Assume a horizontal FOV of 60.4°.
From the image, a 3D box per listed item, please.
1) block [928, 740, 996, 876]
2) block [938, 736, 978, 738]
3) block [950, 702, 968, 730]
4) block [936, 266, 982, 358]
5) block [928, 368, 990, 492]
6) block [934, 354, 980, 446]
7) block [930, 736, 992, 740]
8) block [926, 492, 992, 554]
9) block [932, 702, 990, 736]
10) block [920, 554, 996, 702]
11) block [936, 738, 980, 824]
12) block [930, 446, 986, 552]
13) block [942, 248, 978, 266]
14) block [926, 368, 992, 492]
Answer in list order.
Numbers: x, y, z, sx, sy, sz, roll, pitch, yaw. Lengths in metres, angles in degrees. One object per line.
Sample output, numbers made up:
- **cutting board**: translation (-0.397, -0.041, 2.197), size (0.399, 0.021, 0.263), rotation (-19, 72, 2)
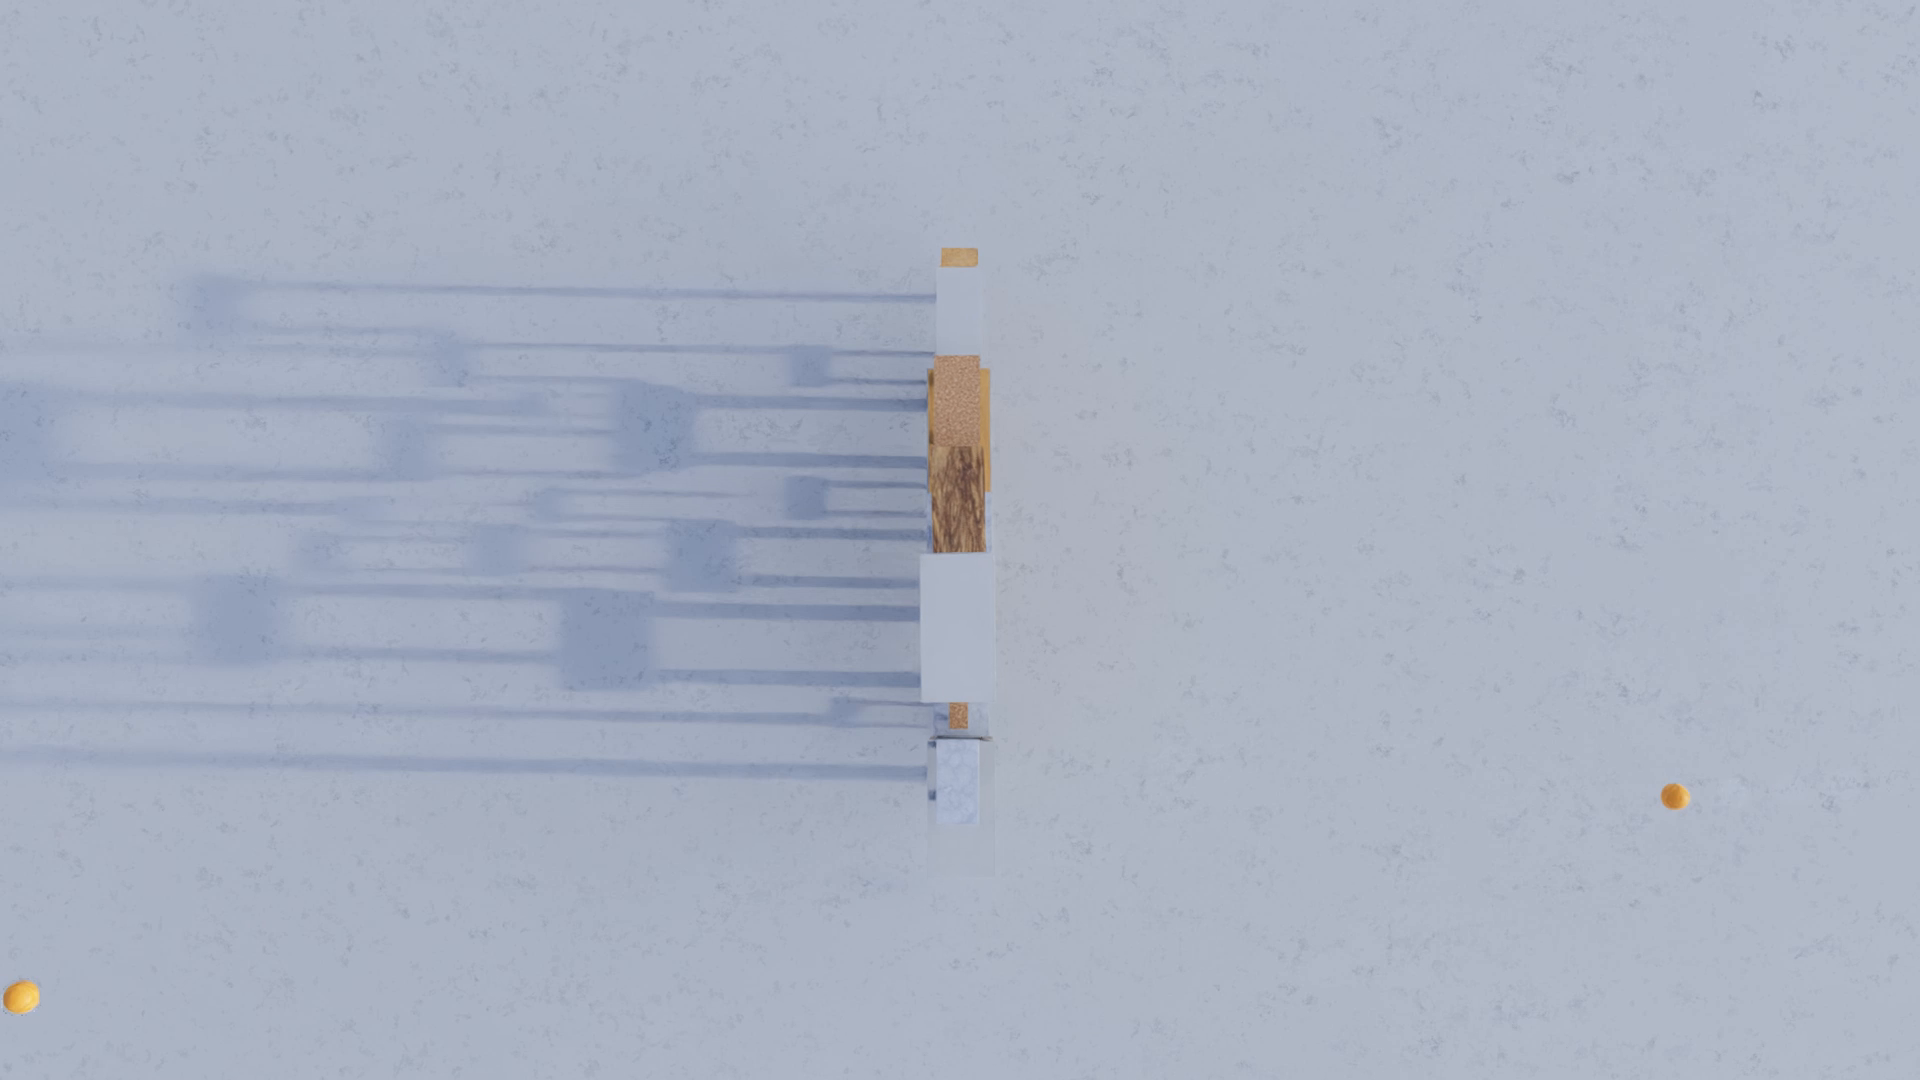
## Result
- **block**: translation (0.003, 0.670, 4.125), size (0.168, 0.048, 0.337), rotation (0, 90, 0)
- **block**: translation (-0.005, 0.502, 4.002), size (0.100, 0.200, 0.028), rotation (0, 89, 0)
- **block**: translation (-0.003, 0.419, 4.063), size (0.046, 0.013, 0.093), rotation (0, 90, 0)
- **block**: translation (-0.003, -0.562, 4.082), size (0.111, 0.031, 0.222), rotation (0, 90, 0)
- **block**: translation (-0.002, -0.277, 4.194), size (0.156, 0.044, 0.311), rotation (0, 90, 0)
- **block**: translation (-0.007, -0.331, 3.937), size (0.109, 0.031, 0.219), rotation (0, 90, 0)
- **block**: translation (0.003, 0.557, 4.318), size (0.168, 0.337, 0.048), rotation (0, 90, 0)
- **block**: translation (0.000, 0.045, 4.137), size (0.163, 0.046, 0.327), rotation (0, 90, 0)
- **block**: translation (0.003, 0.355, 4.182), size (0.142, 0.040, 0.284), rotation (0, 90, 0)
- **block**: translation (-0.005, 0.200, 3.755), size (0.167, 0.047, 0.335), rotation (-1, 90, 0)
- **block**: translation (-0.006, 0.568, 3.888), size (0.100, 0.028, 0.200), rotation (0, 90, 0)
- **block**: translation (-0.004, -0.094, 3.850), size (0.123, 0.035, 0.247), rotation (-1, 90, 0)
- **block**: translation (-0.002, -0.733, 4.752), size (0.106, 0.030, 0.212), rotation (1, 90, 0)
- **block**: translation (-0.002, -0.293, 4.553), size (0.178, 0.050, 0.356), rotation (0, 90, 0)
